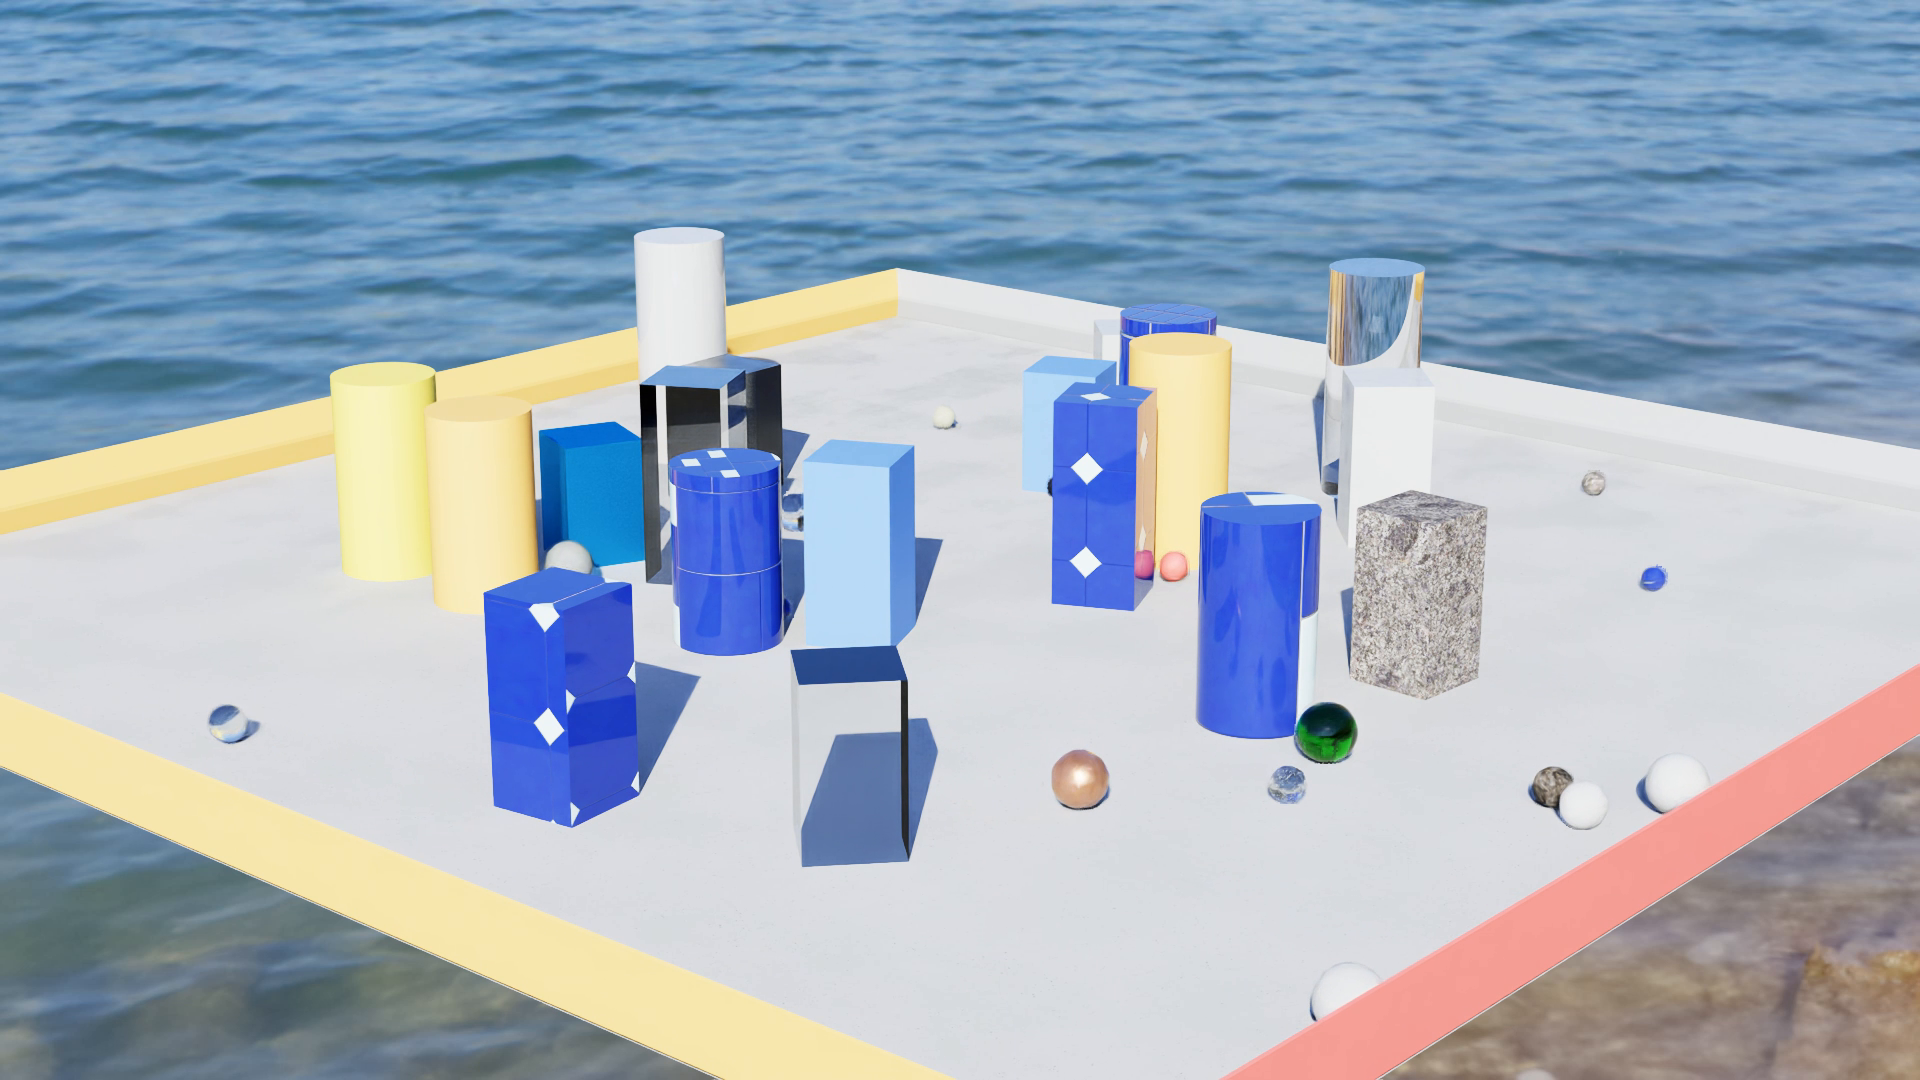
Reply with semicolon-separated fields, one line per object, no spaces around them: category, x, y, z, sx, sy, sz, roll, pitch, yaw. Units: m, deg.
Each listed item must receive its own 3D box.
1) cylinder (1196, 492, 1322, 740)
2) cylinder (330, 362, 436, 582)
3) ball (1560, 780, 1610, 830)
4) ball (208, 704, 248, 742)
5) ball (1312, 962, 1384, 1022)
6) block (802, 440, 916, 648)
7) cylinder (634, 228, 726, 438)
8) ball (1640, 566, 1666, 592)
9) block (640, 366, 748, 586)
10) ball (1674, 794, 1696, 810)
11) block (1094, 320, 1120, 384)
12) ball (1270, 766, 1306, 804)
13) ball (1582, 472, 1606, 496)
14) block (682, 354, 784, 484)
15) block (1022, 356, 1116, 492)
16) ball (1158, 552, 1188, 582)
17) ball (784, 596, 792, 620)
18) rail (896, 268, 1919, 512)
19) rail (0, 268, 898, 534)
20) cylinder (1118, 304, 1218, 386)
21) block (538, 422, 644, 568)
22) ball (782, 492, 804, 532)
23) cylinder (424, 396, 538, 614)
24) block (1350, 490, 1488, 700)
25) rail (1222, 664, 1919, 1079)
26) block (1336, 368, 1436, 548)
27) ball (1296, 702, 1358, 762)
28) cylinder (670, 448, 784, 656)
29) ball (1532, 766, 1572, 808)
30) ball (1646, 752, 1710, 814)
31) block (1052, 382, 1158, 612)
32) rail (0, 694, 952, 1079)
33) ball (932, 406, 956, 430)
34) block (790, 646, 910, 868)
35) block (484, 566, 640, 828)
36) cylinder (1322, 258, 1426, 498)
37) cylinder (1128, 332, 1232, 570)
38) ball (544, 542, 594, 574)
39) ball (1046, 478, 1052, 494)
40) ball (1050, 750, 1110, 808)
cylinder;0.454;0.114;4.467;0.183;0.339;0.183;0;17;0
cylinder;-1.018;-0.123;5.221;0.183;0.355;0.183;0;17;0
ball;0.871;0.369;4.091;0.068;0.068;0.068;0;17;0
ball;-1.102;0.277;4.415;0.058;0.058;0.058;0;17;0
ball;0.461;0.545;3.472;0.090;0.090;0.090;0;17;0
block;-0.165;0.009;4.855;0.146;0.315;0.146;5;17;15
cylinder;-0.570;-0.408;6.016;0.183;0.439;0.183;0;17;0
ball;1.213;0.068;5.128;0.043;0.043;0.043;0;17;0
block;-0.467;-0.112;5.175;0.146;0.361;0.146;4;17;13
ball;1.016;0.384;4.053;0.062;0.062;0.062;0;17;0
block;0.355;-0.316;6.035;0.146;0.252;0.146;-1;17;-4
ball;0.468;0.349;4.184;0.054;0.054;0.054;0;17;0
ball;1.234;-0.109;5.708;0.046;0.046;0.046;0;17;0
block;-0.451;-0.223;5.743;0.146;0.244;0.146;13;21;37
block;0.215;-0.225;5.758;0.146;0.239;0.146;6;18;19
ball;0.378;0.047;5.181;0.053;0.053;0.053;0;17;0
ball;-0.306;0.116;4.968;0.044;0.044;0.044;0;17;0
rail;1.015;-0.309;6.240;3.142;0.119;0.045;14;22;39
rail;-1.168;-0.264;6.092;0.045;0.119;3.144;14;22;39
cylinder;0.393;-0.244;5.578;0.183;0.380;0.183;0;17;0
block;-0.665;-0.081;5.305;0.146;0.226;0.146;-8;19;-25
ball;-0.306;-0.052;5.476;0.072;0.072;0.072;0;17;0
cylinder;-0.822;-0.062;5.046;0.183;0.339;0.183;0;17;0
block;0.727;0.085;4.654;0.146;0.285;0.146;16;23;41
rail;1.168;0.324;4.150;0.045;0.119;3.144;14;22;39
block;0.784;-0.152;5.409;0.146;0.303;0.146;0;17;-1
ball;0.542;0.284;4.333;0.091;0.091;0.091;0;17;0
cylinder;-0.385;0.018;4.844;0.183;0.304;0.183;0;17;0
ball;0.843;0.351;4.169;0.058;0.058;0.058;0;17;0
ball;1.012;0.345;4.134;0.090;0.090;0.090;0;17;0
block;0.249;-0.076;5.059;0.146;0.360;0.146;5;18;16
rail;-1.015;0.369;4.002;3.142;0.119;0.045;14;22;39
ball;-0.036;-0.260;6.198;0.051;0.051;0.051;0;17;0
block;-0.151;0.294;4.007;0.146;0.261;0.146;-2;17;-7
block;-0.563;0.220;4.148;0.146;0.320;0.146;11;20;32
cylinder;0.800;-0.311;5.688;0.183;0.444;0.183;0;17;0
cylinder;0.393;-0.160;5.277;0.183;0.394;0.183;0;17;0
ball;-0.685;0.044;5.134;0.085;0.085;0.085;0;17;0
ball;0.191;-0.105;5.698;0.044;0.044;0.044;0;17;0
ball;0.170;0.340;4.162;0.084;0.084;0.084;0;17;0
